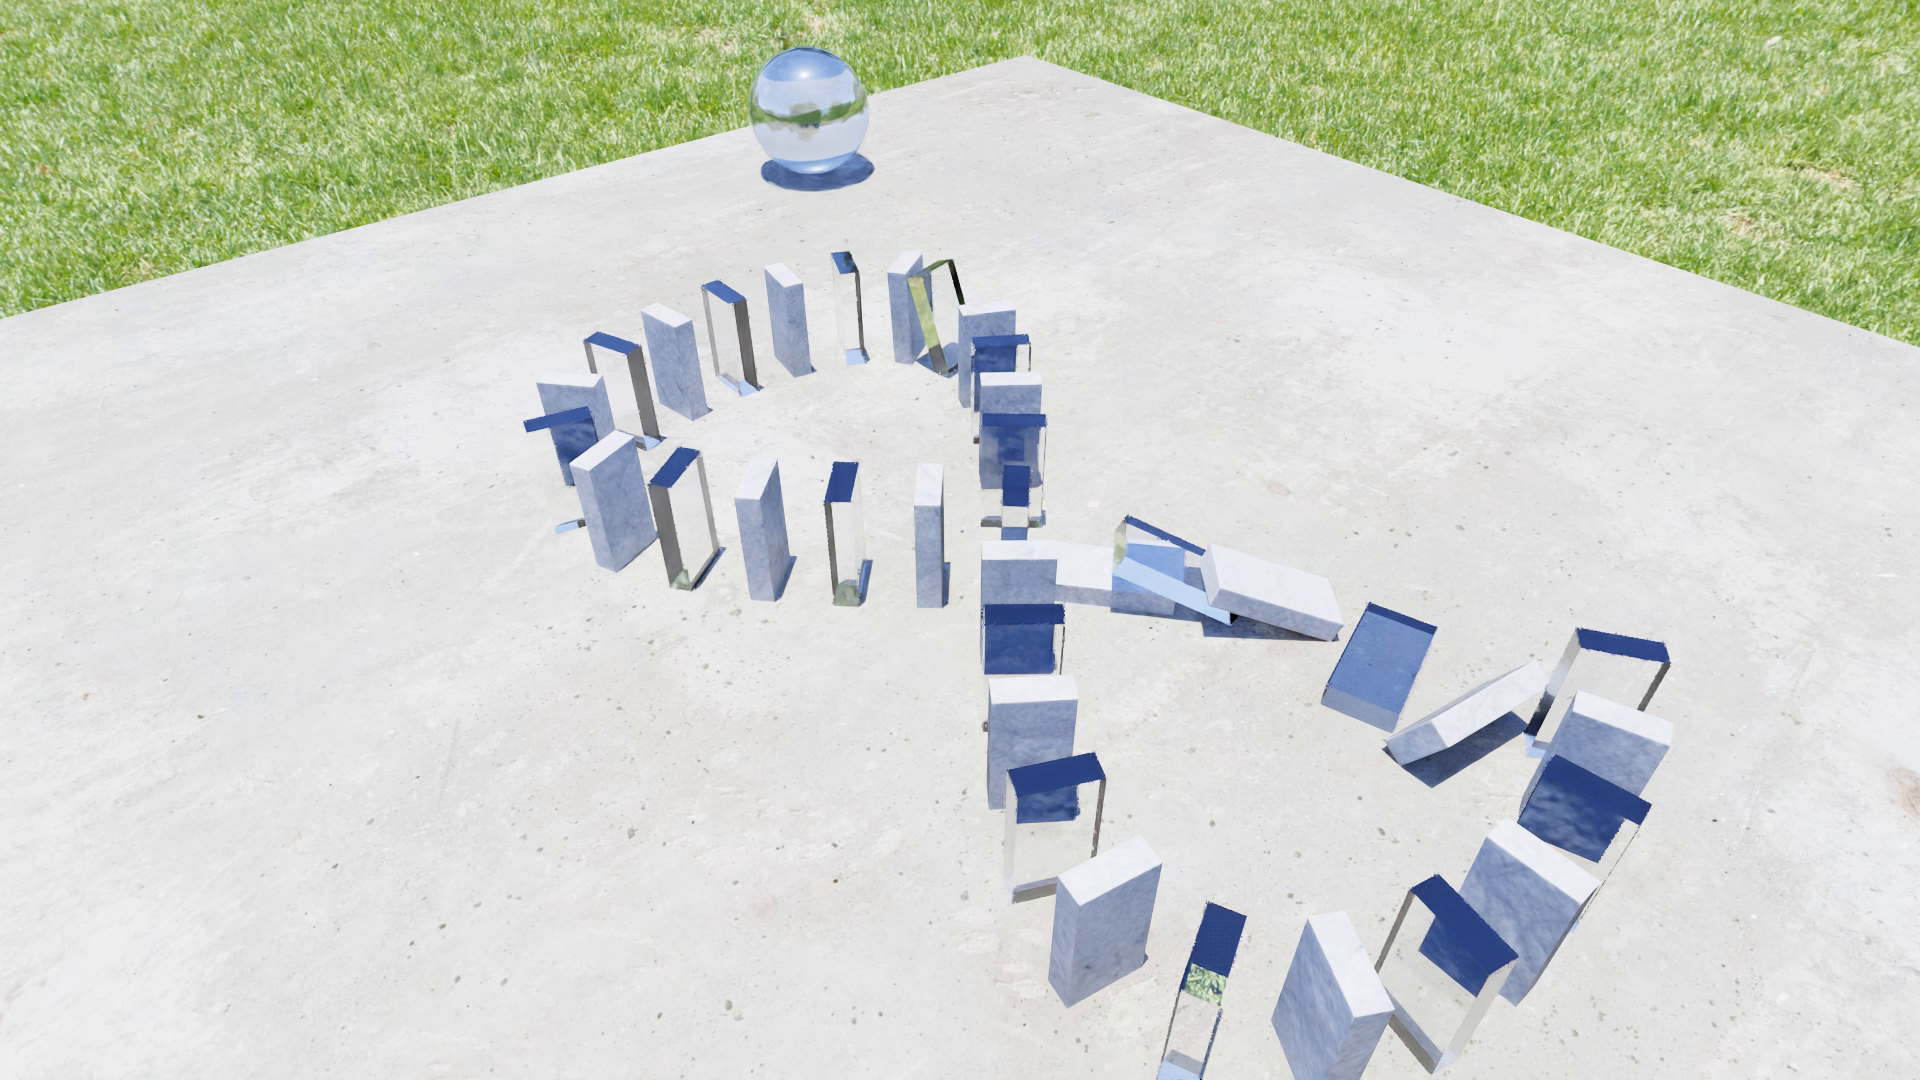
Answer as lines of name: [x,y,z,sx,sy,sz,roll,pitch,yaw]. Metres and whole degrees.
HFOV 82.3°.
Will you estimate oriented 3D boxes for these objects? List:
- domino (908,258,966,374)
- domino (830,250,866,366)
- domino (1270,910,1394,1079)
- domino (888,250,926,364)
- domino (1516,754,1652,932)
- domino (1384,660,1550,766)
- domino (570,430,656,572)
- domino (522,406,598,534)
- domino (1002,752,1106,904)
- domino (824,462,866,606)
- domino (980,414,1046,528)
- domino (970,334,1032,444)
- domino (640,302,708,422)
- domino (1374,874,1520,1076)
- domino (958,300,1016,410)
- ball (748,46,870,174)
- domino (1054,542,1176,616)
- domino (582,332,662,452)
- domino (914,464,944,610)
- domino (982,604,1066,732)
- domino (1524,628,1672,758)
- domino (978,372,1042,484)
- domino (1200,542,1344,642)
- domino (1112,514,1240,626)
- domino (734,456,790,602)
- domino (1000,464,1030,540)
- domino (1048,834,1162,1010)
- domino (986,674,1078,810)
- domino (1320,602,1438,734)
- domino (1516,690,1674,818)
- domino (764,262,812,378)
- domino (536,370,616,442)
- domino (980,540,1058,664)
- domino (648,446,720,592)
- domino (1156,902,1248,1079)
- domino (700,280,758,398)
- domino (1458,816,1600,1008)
domino: [-0.008,-0.111,0.547,0.009,0.050,0.025,8,36,41]
domino: [-0.056,-0.116,0.554,0.009,0.050,0.025,-10,40,-12]
domino: [0.090,0.116,0.269,0.009,0.050,0.025,-6,40,-8]
domino: [-0.026,-0.117,0.554,0.010,0.050,0.025,9,40,15]
domino: [0.169,0.085,0.307,0.025,0.050,0.010,30,48,32]
domino: [0.167,0.057,0.361,0.050,0.025,0.010,-21,73,-24]
domino: [-0.134,-0.015,0.429,0.009,0.050,0.025,18,43,21]
domino: [-0.157,-0.028,0.446,0.025,0.050,0.009,-17,42,-20]
domino: [0.026,0.082,0.311,0.025,0.050,0.009,-10,40,-11]
domino: [-0.043,-0.002,0.414,0.010,0.050,0.025,2,39,3]
domino: [0.021,-0.027,0.445,0.025,0.050,0.010,1,39,1]
domino: [0.018,-0.067,0.494,0.025,0.050,0.009,-5,40,-6]
domino: [-0.133,-0.082,0.512,0.025,0.050,0.009,28,47,30]
domino: [0.120,0.110,0.277,0.010,0.050,0.025,-18,43,-21]
domino: [0.012,-0.087,0.518,0.025,0.050,0.010,-9,40,-11]
ball: [-0.101,-0.288,0.739,0.080,0.080,0.080,0,39,0]
domino: [0.058,0.014,0.426,0.050,0.010,0.025,6,40,7]
domino: [-0.151,-0.066,0.492,0.025,0.050,0.009,20,43,22]
domino: [-0.011,-0.001,0.413,0.009,0.050,0.025,1,39,1]
domino: [0.020,0.043,0.360,0.025,0.050,0.010,0,39,-1]
domino: [0.201,0.051,0.349,0.025,0.050,0.009,10,40,12]
domino: [0.021,-0.047,0.469,0.025,0.050,0.010,-2,39,-2]
domino: [0.115,0.019,0.407,0.050,0.010,0.025,16,38,-11]
domino: [0.082,0.011,0.414,0.050,0.009,0.025,23,40,-10]
domino: [-0.074,-0.004,0.416,0.010,0.050,0.025,5,40,6]
domino: [0.020,0.000,0.412,0.009,0.050,0.025,2,39,3]
domino: [0.037,0.101,0.288,0.025,0.050,0.010,-20,43,-22]
domino: [0.021,0.062,0.335,0.025,0.050,0.009,-3,39,-3]
domino: [0.149,0.044,0.389,0.025,0.010,0.050,22,44,25]
domino: [0.188,0.069,0.327,0.025,0.050,0.010,21,44,23]
domino: [-0.085,-0.108,0.544,0.010,0.050,0.025,-21,44,-23]
domino: [-0.161,-0.047,0.469,0.025,0.050,0.010,5,40,6]
domino: [0.020,0.023,0.384,0.025,0.050,0.009,0,39,-1]
domino: [-0.105,-0.008,0.421,0.009,0.050,0.025,10,40,12]
domino: [0.059,0.115,0.271,0.009,0.050,0.025,17,42,19]
domino: [-0.111,-0.097,0.530,0.010,0.050,0.025,-28,47,-30]
domino: [0.146,0.099,0.291,0.009,0.050,0.025,-27,46,-29]
